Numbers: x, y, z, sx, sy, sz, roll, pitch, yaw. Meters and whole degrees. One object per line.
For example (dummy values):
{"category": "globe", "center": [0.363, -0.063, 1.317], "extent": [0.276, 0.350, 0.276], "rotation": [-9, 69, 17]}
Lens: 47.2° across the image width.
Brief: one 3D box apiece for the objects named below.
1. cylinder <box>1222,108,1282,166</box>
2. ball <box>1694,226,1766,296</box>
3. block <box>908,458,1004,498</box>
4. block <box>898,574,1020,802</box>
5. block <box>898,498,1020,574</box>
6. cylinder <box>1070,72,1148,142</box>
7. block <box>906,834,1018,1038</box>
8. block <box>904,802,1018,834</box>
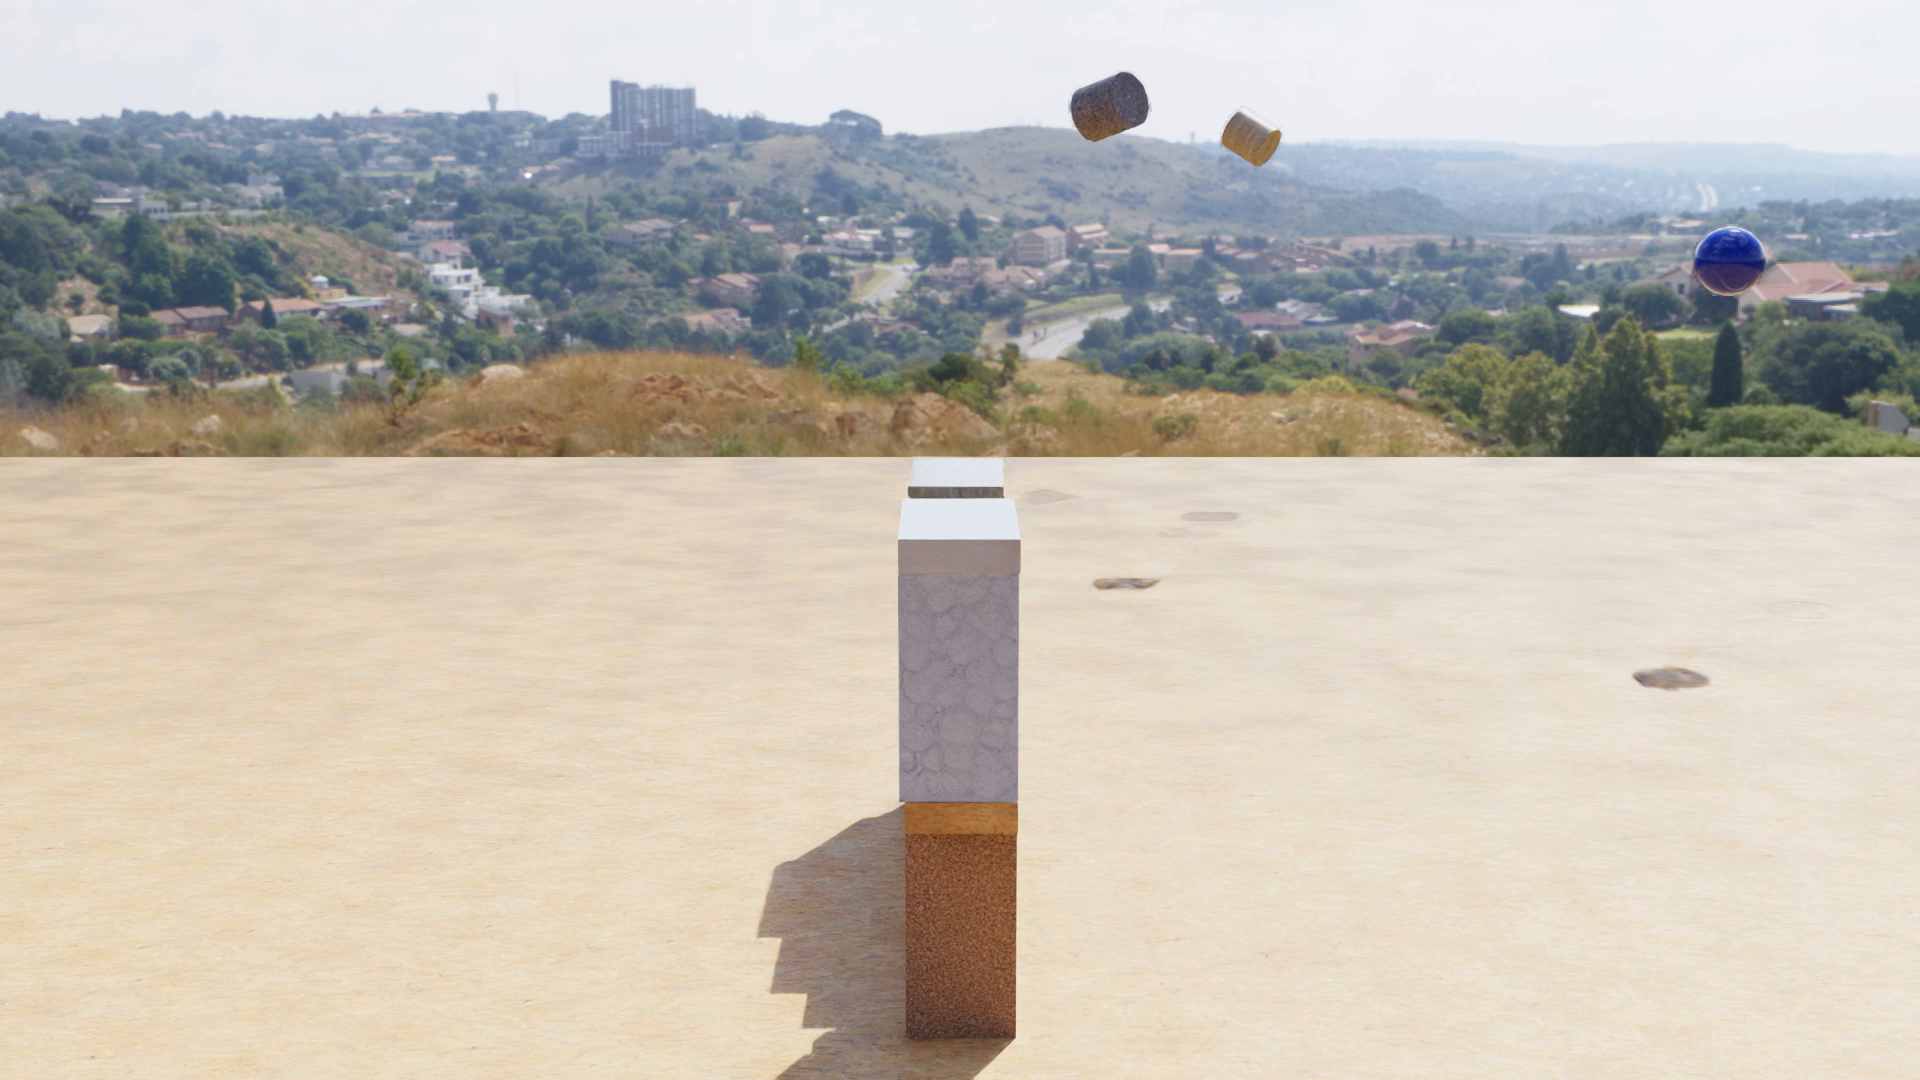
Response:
{"category": "cylinder", "center": [0.922, -1.274, 6.960], "extent": [0.134, 0.134, 0.134], "rotation": [37, 26, 20]}
{"category": "ball", "center": [1.990, -0.721, 5.687], "extent": [0.177, 0.177, 0.177], "rotation": [0, 11, 0]}
{"category": "block", "center": [-0.005, -0.101, 4.036], "extent": [0.168, 0.048, 0.337], "rotation": [0, 10, 1]}
{"category": "block", "center": [-0.002, 0.193, 2.987], "extent": [0.162, 0.324, 0.046], "rotation": [0, 11, -1]}
{"category": "block", "center": [-0.002, -0.008, 3.059], "extent": [0.162, 0.046, 0.324], "rotation": [0, 11, 0]}
{"category": "cylinder", "center": [0.497, -1.440, 7.309], "extent": [0.185, 0.185, 0.185], "rotation": [-11, -1, -45]}
{"category": "block", "center": [0.001, 0.543, 3.077], "extent": [0.154, 0.309, 0.044], "rotation": [0, 11, 0]}
{"category": "block", "center": [0.002, 0.351, 3.146], "extent": [0.154, 0.044, 0.309], "rotation": [0, 11, 0]}
